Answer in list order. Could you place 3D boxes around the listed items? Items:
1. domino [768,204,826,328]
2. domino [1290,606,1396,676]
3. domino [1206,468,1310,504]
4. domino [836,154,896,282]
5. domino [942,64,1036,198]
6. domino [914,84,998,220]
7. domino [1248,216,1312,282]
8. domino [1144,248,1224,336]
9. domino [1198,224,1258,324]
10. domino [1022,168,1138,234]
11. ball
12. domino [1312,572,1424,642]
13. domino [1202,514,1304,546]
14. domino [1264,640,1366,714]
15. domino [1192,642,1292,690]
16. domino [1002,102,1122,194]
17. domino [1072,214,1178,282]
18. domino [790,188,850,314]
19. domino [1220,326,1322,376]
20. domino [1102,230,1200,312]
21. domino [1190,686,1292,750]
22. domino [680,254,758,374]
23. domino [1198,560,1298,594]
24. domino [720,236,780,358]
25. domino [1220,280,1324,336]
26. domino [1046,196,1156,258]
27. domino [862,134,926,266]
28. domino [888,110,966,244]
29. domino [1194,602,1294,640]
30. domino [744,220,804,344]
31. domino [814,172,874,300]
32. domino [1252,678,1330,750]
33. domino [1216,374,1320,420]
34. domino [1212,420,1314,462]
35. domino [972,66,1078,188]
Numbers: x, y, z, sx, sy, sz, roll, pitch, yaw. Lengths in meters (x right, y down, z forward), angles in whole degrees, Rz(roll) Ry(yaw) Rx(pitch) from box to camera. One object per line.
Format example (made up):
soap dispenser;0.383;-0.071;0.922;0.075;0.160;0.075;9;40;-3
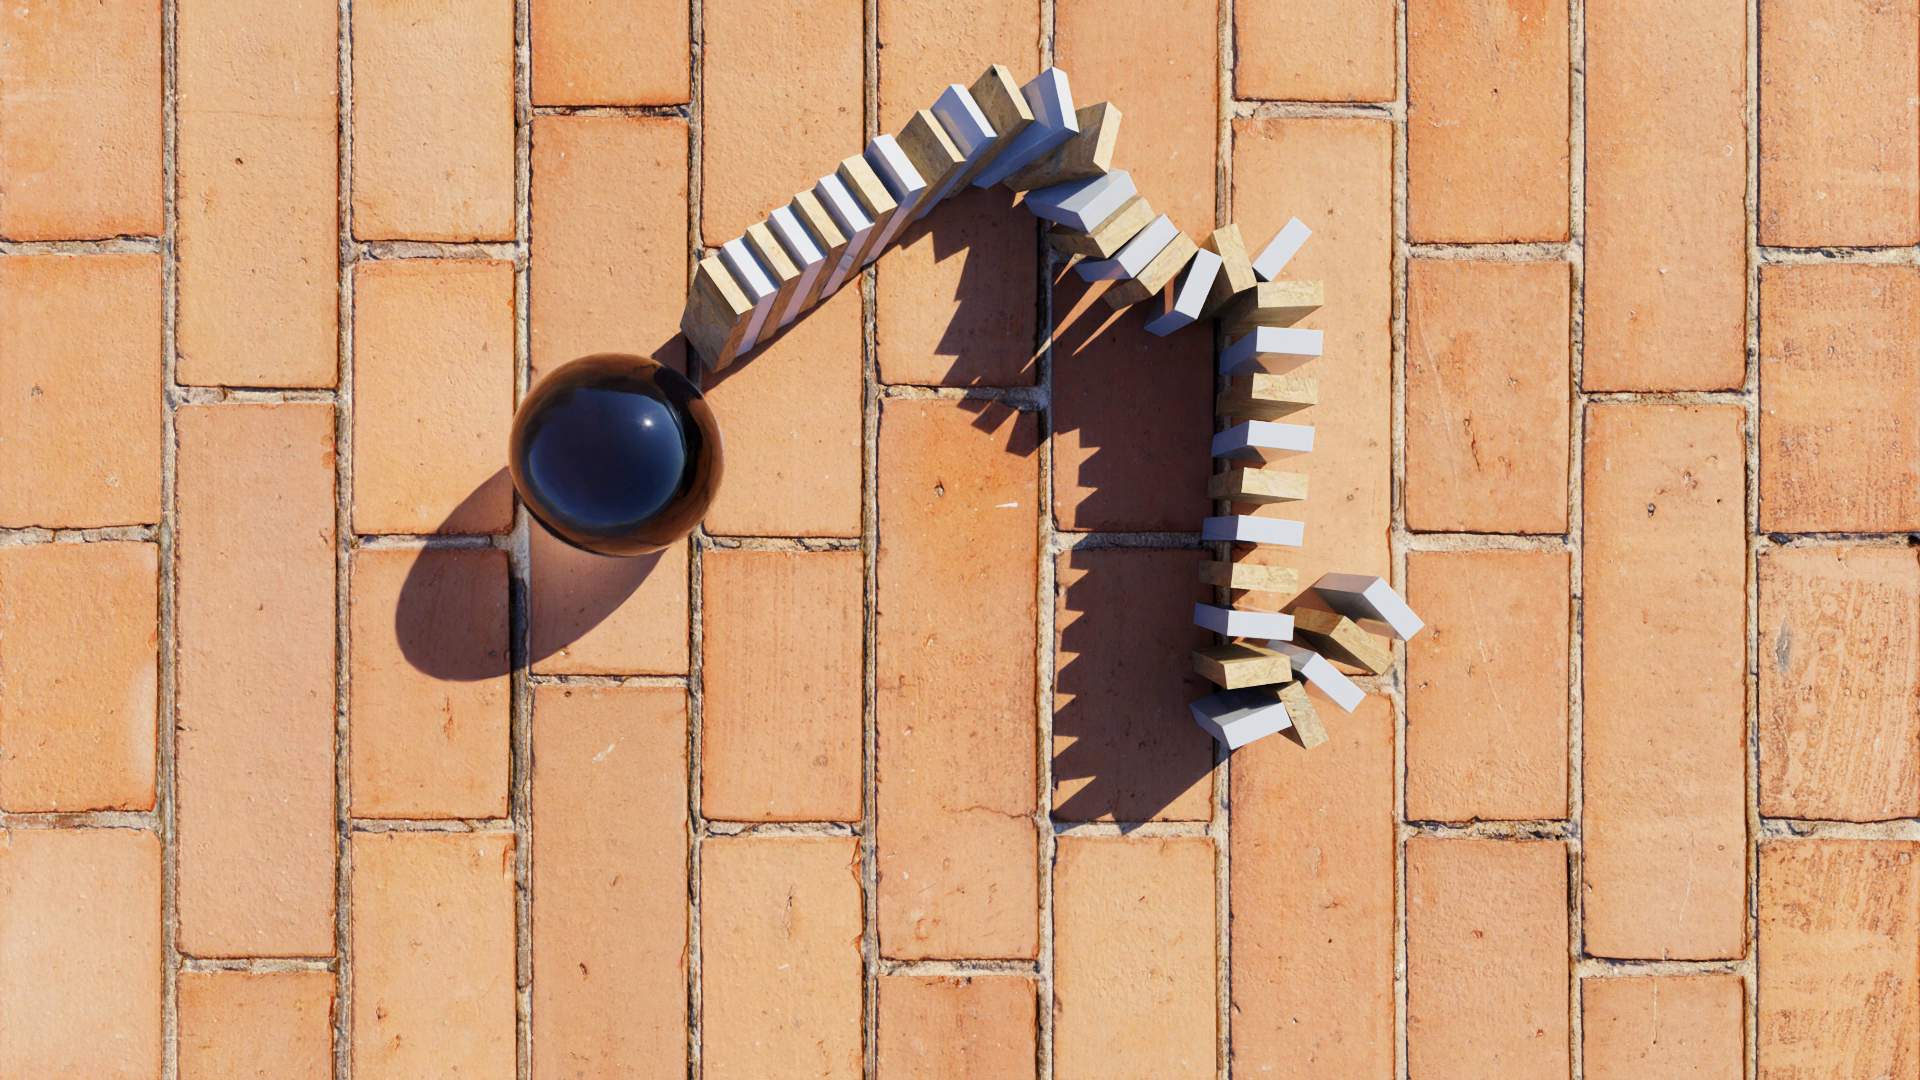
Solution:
domino;-0.073;-0.111;0.376;0.009;0.050;0.025;-36;90;-31
domino;0.154;0.040;0.375;0.025;0.050;0.009;38;90;0
domino;0.121;-0.022;0.375;0.025;0.050;0.010;6;90;0
domino;-0.046;-0.131;0.376;0.010;0.050;0.025;-36;90;-32
domino;0.005;-0.168;0.380;0.050;0.010;0.025;-30;87;40
domino;-0.010;-0.160;0.380;0.050;0.009;0.025;-35;90;40
domino;0.123;-0.111;0.375;0.009;0.050;0.025;40;90;-1
domino;0.090;-0.100;0.374;0.010;0.050;0.025;23;94;-4
domino;0.105;-0.108;0.375;0.010;0.050;0.025;-19;90;-1
domino;0.048;-0.142;0.377;0.025;0.050;0.009;-40;125;0
ball;-0.133;-0.033;0.360;0.080;0.080;0.080;0;90;0
domino;0.166;0.026;0.375;0.010;0.050;0.025;-43;90;0
domino;0.118;-0.003;0.375;0.025;0.050;0.010;6;90;0
domino;0.143;0.055;0.375;0.025;0.050;0.010;40;90;0
domino;0.114;0.051;0.375;0.025;0.050;0.009;-8;90;0
domino;0.041;-0.161;0.378;0.009;0.050;0.025;17;85;-43
domino;0.066;-0.119;0.375;0.025;0.050;0.009;-44;109;0
domino;-0.064;-0.117;0.376;0.009;0.050;0.025;-36;90;-31
domino;0.126;-0.076;0.375;0.025;0.050;0.009;4;90;0
domino;0.076;-0.109;0.375;0.009;0.050;0.025;45;90;-10
domino;0.113;0.071;0.375;0.025;0.050;0.009;-22;90;0
domino;-0.100;-0.092;0.376;0.010;0.050;0.025;-36;90;-31
domino;0.117;0.015;0.375;0.025;0.050;0.009;6;90;0
domino;-0.091;-0.098;0.376;0.009;0.050;0.025;-36;90;-31
domino;0.126;-0.094;0.375;0.025;0.050;0.009;-2;90;0
domino;0.056;-0.129;0.376;0.025;0.050;0.010;-40;117;0
domino;-0.035;-0.139;0.377;0.010;0.050;0.025;-36;90;-36
domino;-0.023;-0.150;0.381;0.050;0.009;0.025;-36;90;39
domino;0.115;0.033;0.375;0.025;0.050;0.010;5;90;0
domino;-0.082;-0.104;0.376;0.009;0.050;0.025;-36;89;-31
domino;-0.054;-0.123;0.376;0.009;0.050;0.025;-36;90;-31
domino;0.131;0.067;0.375;0.010;0.050;0.025;-27;90;0
domino;0.124;-0.058;0.375;0.025;0.050;0.009;5;90;0
domino;0.123;-0.040;0.375;0.025;0.050;0.009;6;90;0
domino;0.024;-0.169;0.379;0.050;0.009;0.025;-15;85;42
